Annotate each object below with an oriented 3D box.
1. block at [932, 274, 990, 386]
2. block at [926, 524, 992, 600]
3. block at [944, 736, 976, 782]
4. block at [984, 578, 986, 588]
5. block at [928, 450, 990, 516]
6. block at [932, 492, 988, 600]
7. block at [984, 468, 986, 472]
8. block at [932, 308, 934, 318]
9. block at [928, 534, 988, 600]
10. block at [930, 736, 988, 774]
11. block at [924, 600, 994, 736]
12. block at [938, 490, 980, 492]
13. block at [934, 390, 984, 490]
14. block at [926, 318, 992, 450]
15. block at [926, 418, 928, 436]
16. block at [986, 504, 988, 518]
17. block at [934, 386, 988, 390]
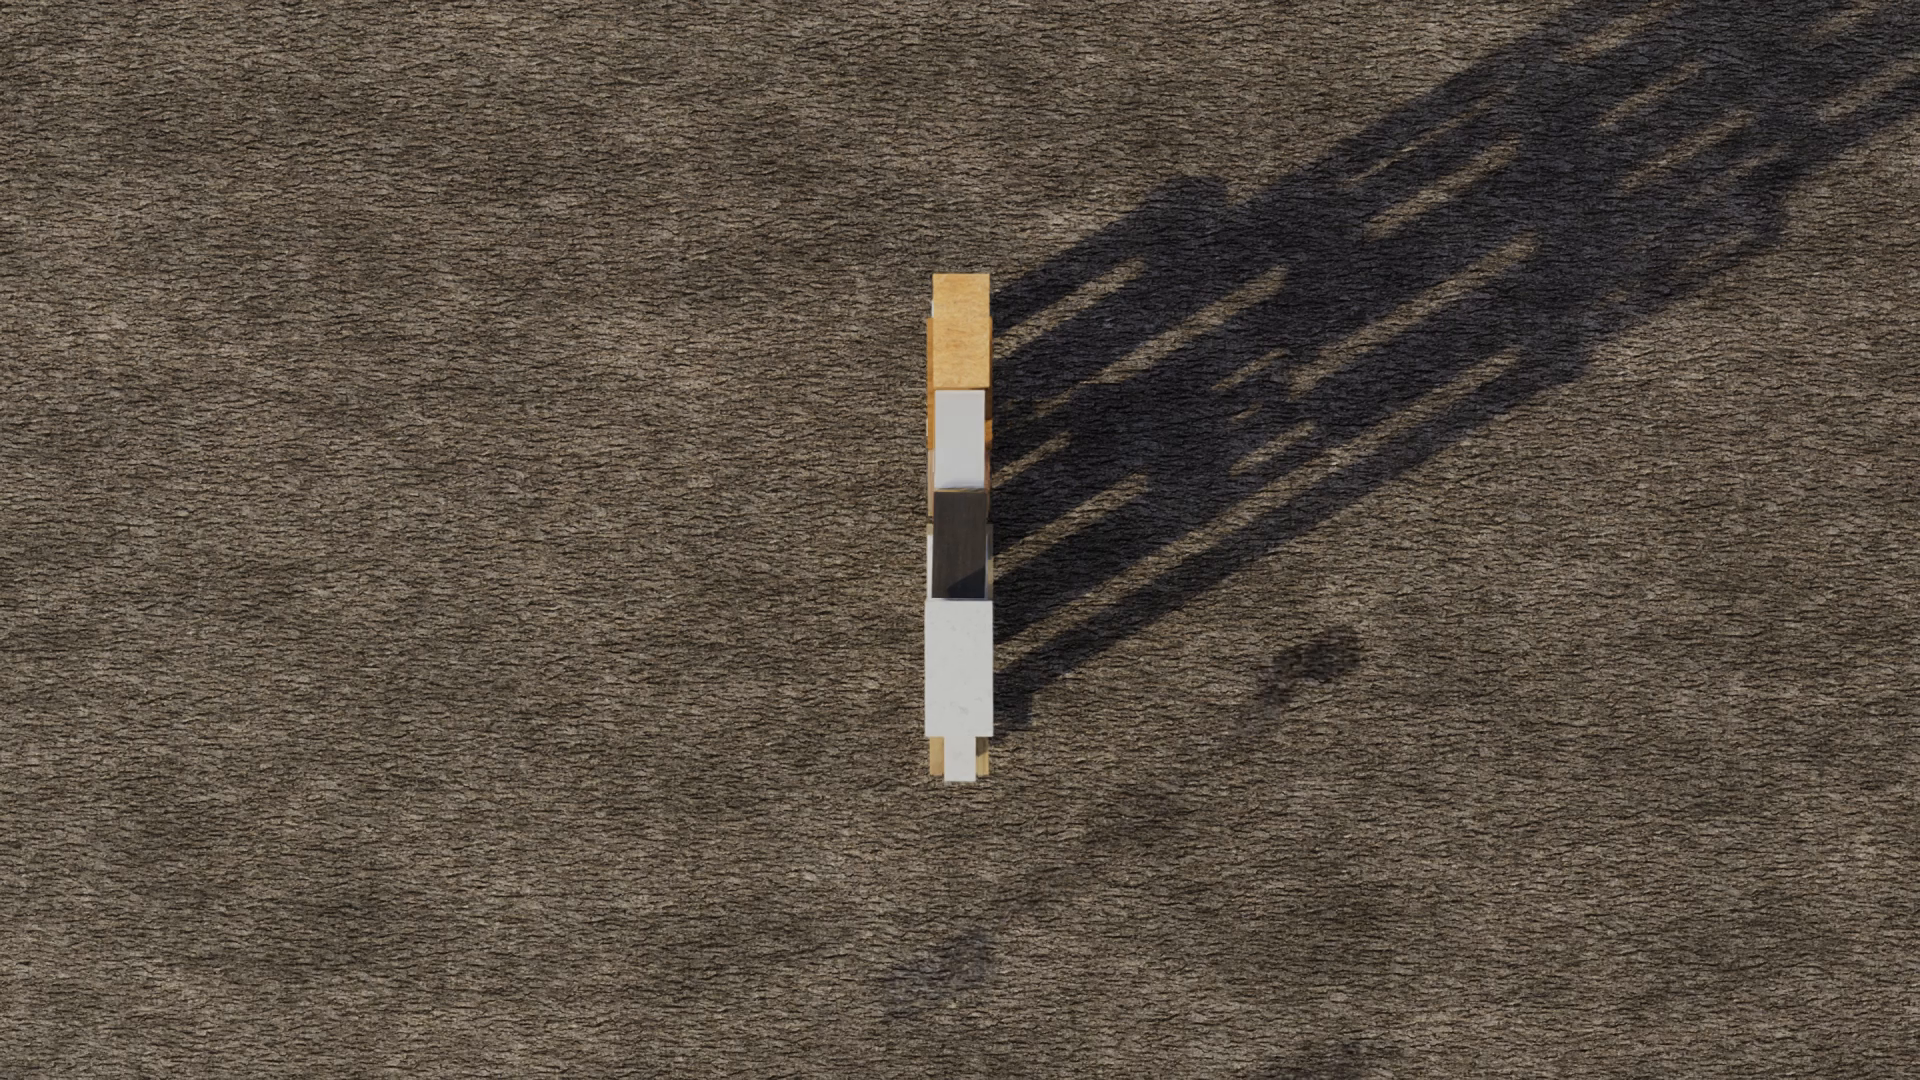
[{"bbox_3d":[0.003,-0.486,3.830,0.130,0.037,0.259,0,94,0],"label":"block"},{"bbox_3d":[0.000,0.135,4.473,0.179,0.051,0.357,0,90,0],"label":"block"},{"bbox_3d":[0.000,0.528,4.162,0.079,0.022,0.158,0,90,1],"label":"block"},{"bbox_3d":[-0.003,0.095,3.981,0.123,0.247,0.035,0,90,0],"label":"block"},{"bbox_3d":[-0.003,-0.234,4.512,0.168,0.048,0.336,0,72,0],"label":"block"},{"bbox_3d":[-0.002,0.013,3.839,0.123,0.035,0.247,1,91,0],"label":"block"},{"bbox_3d":[0.000,-0.159,4.040,0.116,0.334,0.033,1,92,0],"label":"block"},{"bbox_3d":[0.000,-0.564,5.125,0.175,0.050,0.350,0,90,0],"label":"block"},{"bbox_3d":[-0.005,0.138,4.126,0.150,0.043,0.301,0,90,0],"label":"block"},{"bbox_3d":[-0.002,0.478,4.512,0.161,0.046,0.321,0,90,0],"label":"block"},{"bbox_3d":[-0.002,0.293,3.774,0.154,0.044,0.309,0,90,0],"label":"block"},{"bbox_3d":[-0.003,-0.133,4.223,0.104,0.029,0.207,0,92,0],"label":"block"},{"bbox_3d":[0.000,-0.234,3.865,0.116,0.033,0.232,0,83,0],"label":"block"},{"bbox_3d":[0.000,-0.391,4.142,0.163,0.046,0.326,0,96,0],"label":"block"},{"bbox_3d":[-0.003,-0.296,4.339,0.163,0.326,0.046,0,94,0],"label":"block"},{"bbox_3d":[0.002,-0.075,4.033,0.123,0.353,0.035,0,92,0],"label":"block"},{"bbox_3d":[0.003,-0.397,3.986,0.130,0.259,0.037,0,88,0],"label":"block"}]
